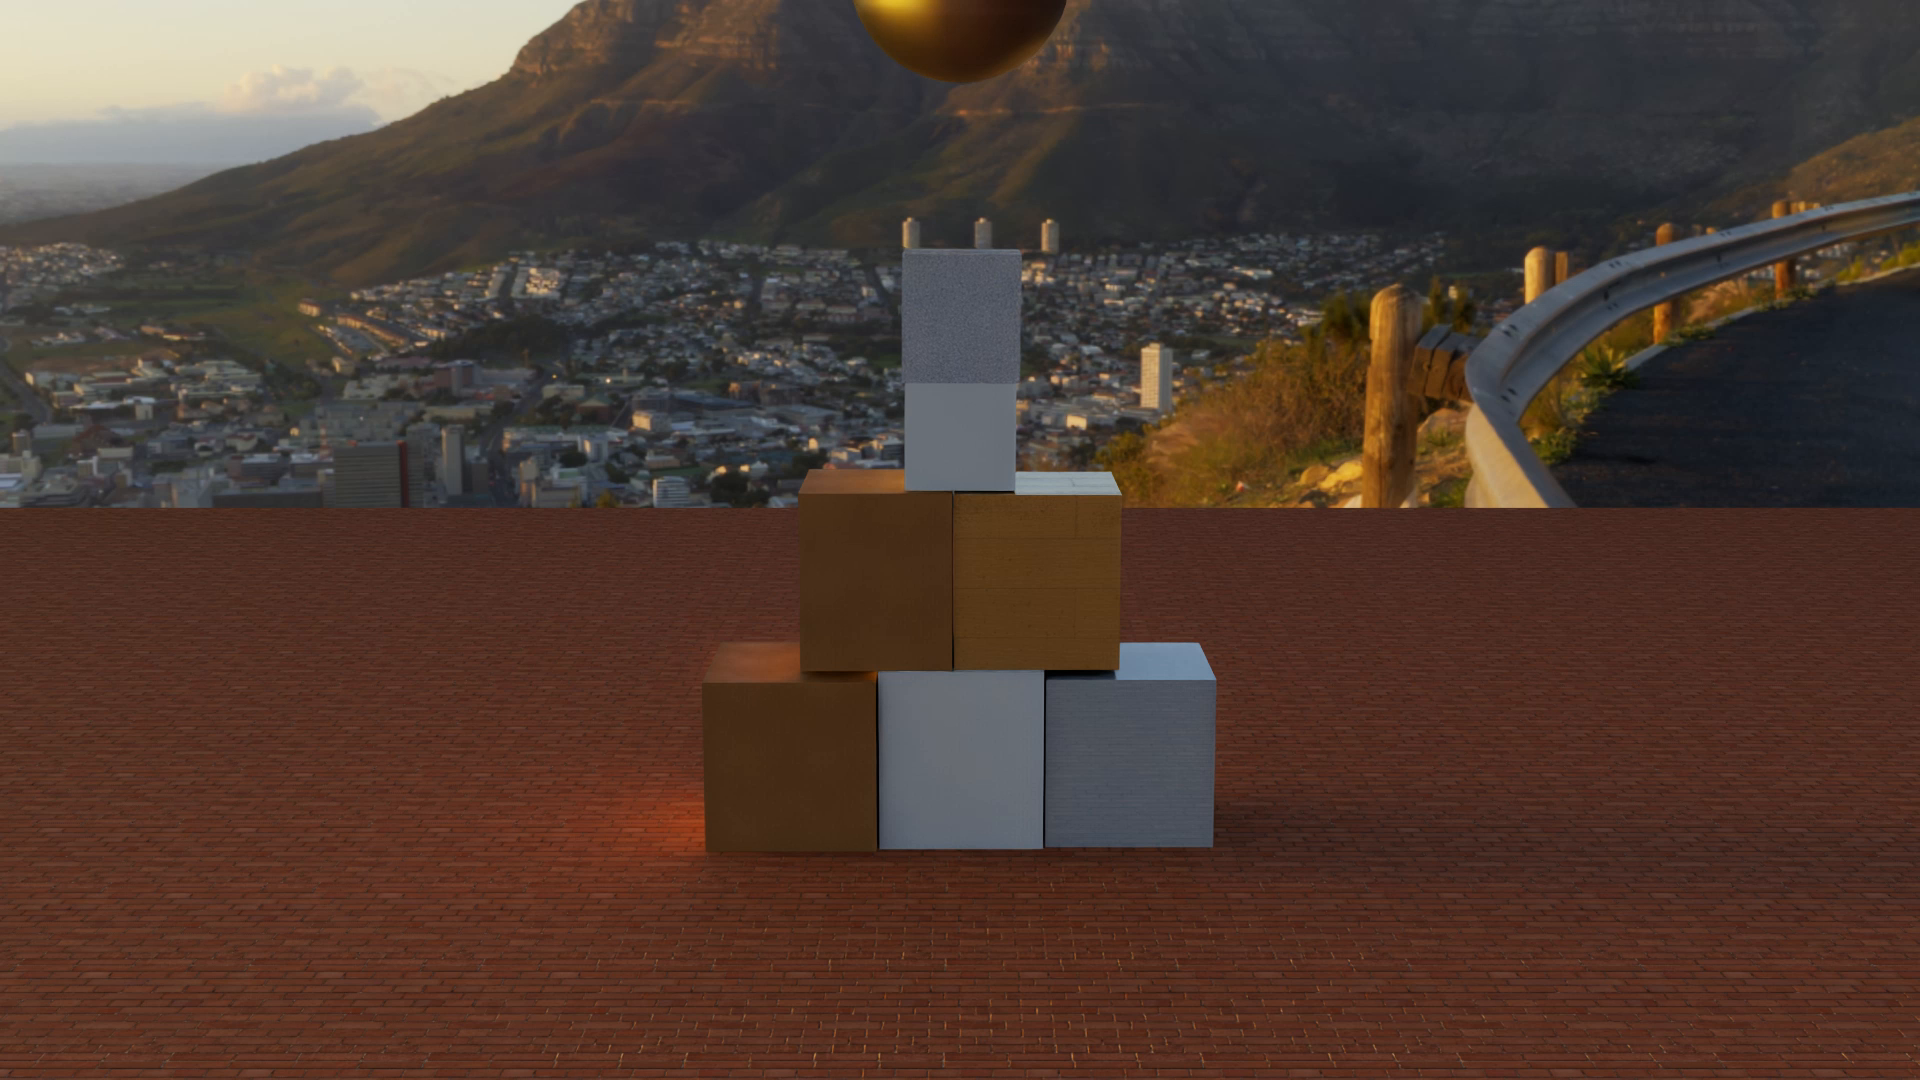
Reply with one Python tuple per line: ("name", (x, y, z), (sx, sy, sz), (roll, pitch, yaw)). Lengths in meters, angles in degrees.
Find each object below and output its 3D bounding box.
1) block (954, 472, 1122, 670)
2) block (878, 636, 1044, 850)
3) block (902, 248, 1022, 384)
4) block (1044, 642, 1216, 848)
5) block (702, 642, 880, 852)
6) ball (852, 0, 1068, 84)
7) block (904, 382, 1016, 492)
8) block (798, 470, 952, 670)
("block", (0.381, 0.144, 11.224), (0.820, 0.880, 0.765), (0, 10, 0))
("block", (0.006, 1.030, 11.353), (0.821, 0.911, 0.815), (0, 10, 0))
("block", (0.007, -1.124, 10.973), (0.580, 0.624, 0.558), (0, 10, 0))
("block", (0.850, 1.046, 11.390), (0.847, 0.866, 0.825), (0, 10, 0))
("block", (-0.844, 1.050, 11.362), (0.858, 0.868, 0.902), (0, 10, 0))
("ball", (0.000, -4.074, 15.679), (1.600, 1.600, 1.600), (0, 10, 0))
("block", (0.002, -0.559, 11.092), (0.545, 0.531, 0.611), (0, 10, 0))
("block", (-0.415, 0.138, 11.225), (0.753, 0.890, 0.817), (0, 10, 0))
